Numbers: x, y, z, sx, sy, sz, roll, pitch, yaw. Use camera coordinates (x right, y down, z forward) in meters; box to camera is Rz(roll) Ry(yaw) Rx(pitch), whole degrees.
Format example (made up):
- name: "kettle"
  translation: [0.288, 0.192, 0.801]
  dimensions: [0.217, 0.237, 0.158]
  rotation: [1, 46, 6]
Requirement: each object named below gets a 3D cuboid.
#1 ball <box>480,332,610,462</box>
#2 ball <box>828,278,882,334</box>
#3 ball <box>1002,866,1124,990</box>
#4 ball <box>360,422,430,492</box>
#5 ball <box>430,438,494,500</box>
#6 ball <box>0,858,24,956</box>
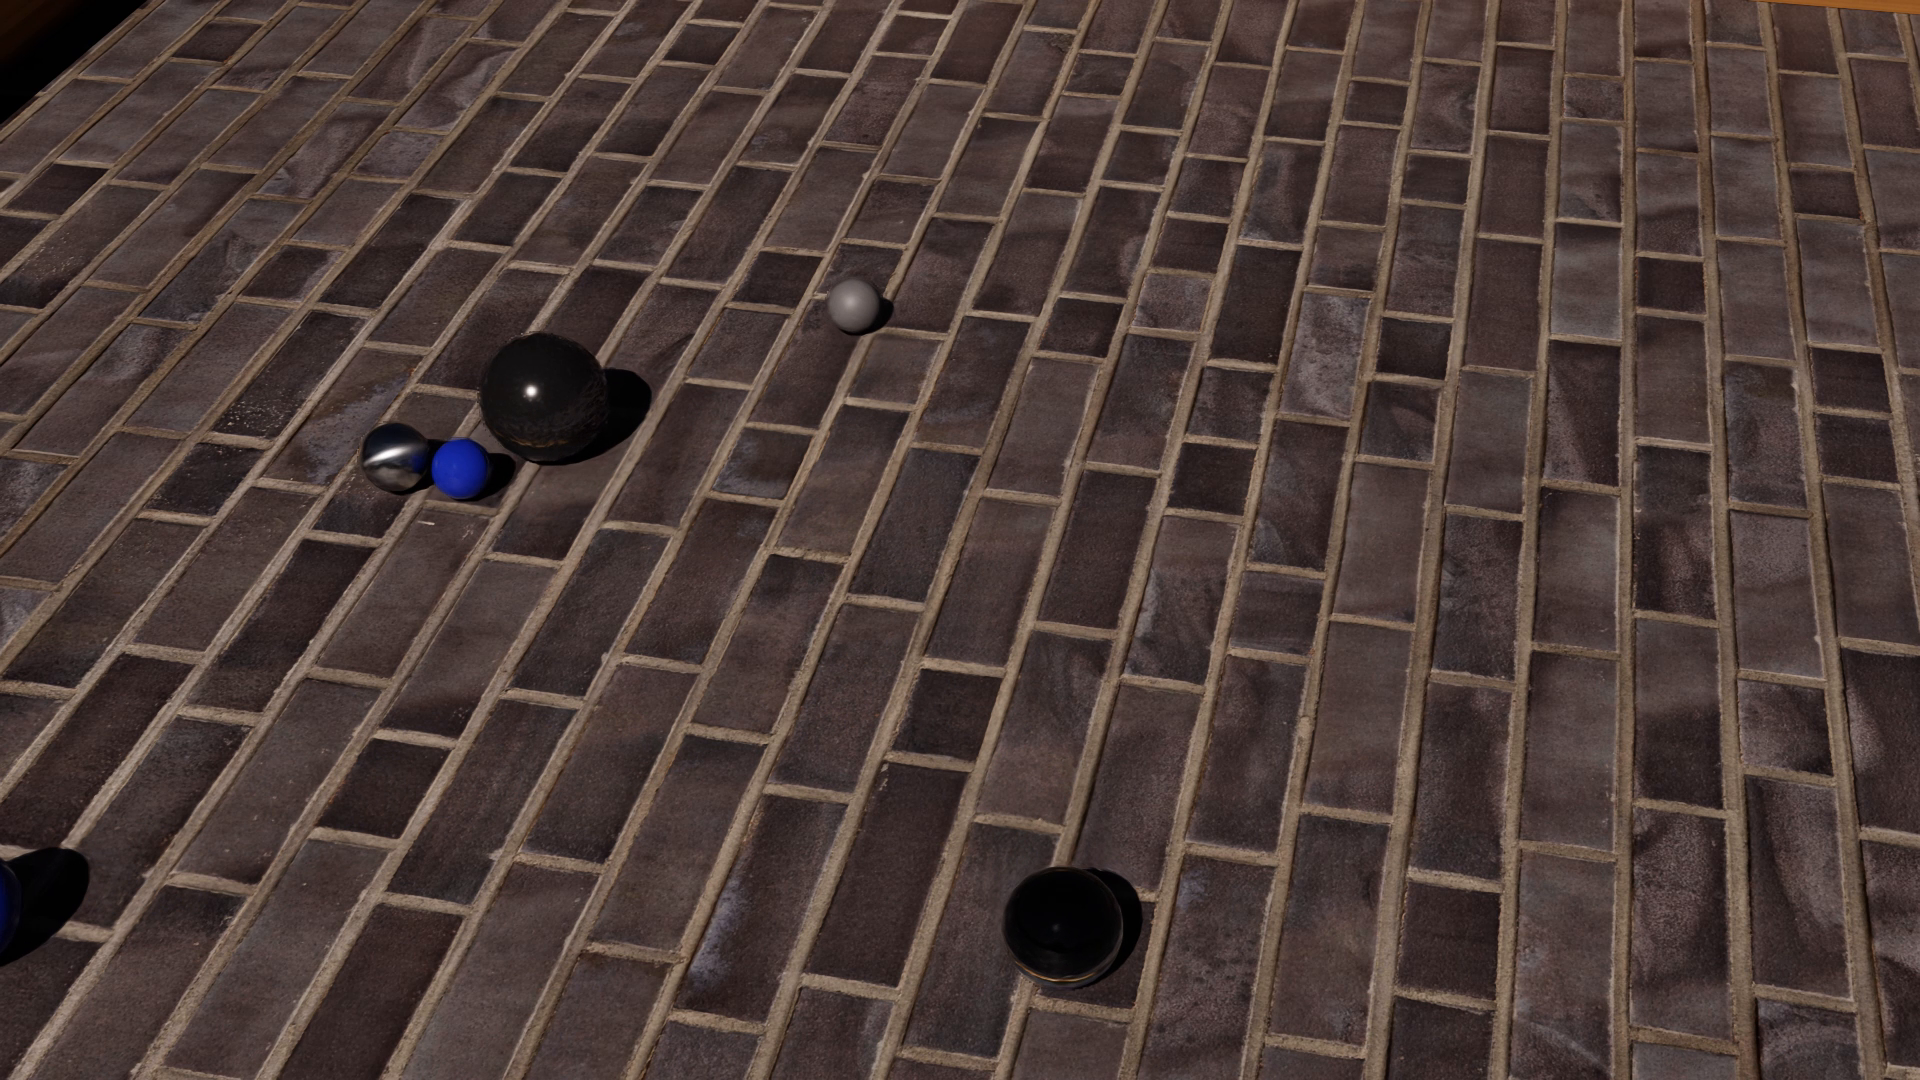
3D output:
- name: "ball"
  translation: [-0.309, -0.106, 1.906]
  dimensions: [0.096, 0.096, 0.096]
  rotation: [0, 35, 0]
- name: "ball"
  translation: [-0.085, -0.189, 2.069]
  dimensions: [0.044, 0.044, 0.044]
  rotation: [0, 35, 0]
- name: "ball"
  translation: [0.058, 0.221, 1.462]
  dimensions: [0.070, 0.070, 0.070]
  rotation: [0, 35, 0]
- name: "ball"
  translation: [-0.414, -0.061, 1.880]
  dimensions: [0.051, 0.051, 0.051]
  rotation: [0, 35, 0]
- name: "ball"
  translation: [-0.364, -0.052, 1.873]
  dimensions: [0.045, 0.045, 0.045]
  rotation: [0, 35, 0]
- name: "ball"
  translation: [-0.576, 0.211, 1.473]
  dimensions: [0.074, 0.074, 0.074]
  rotation: [0, 35, 0]
